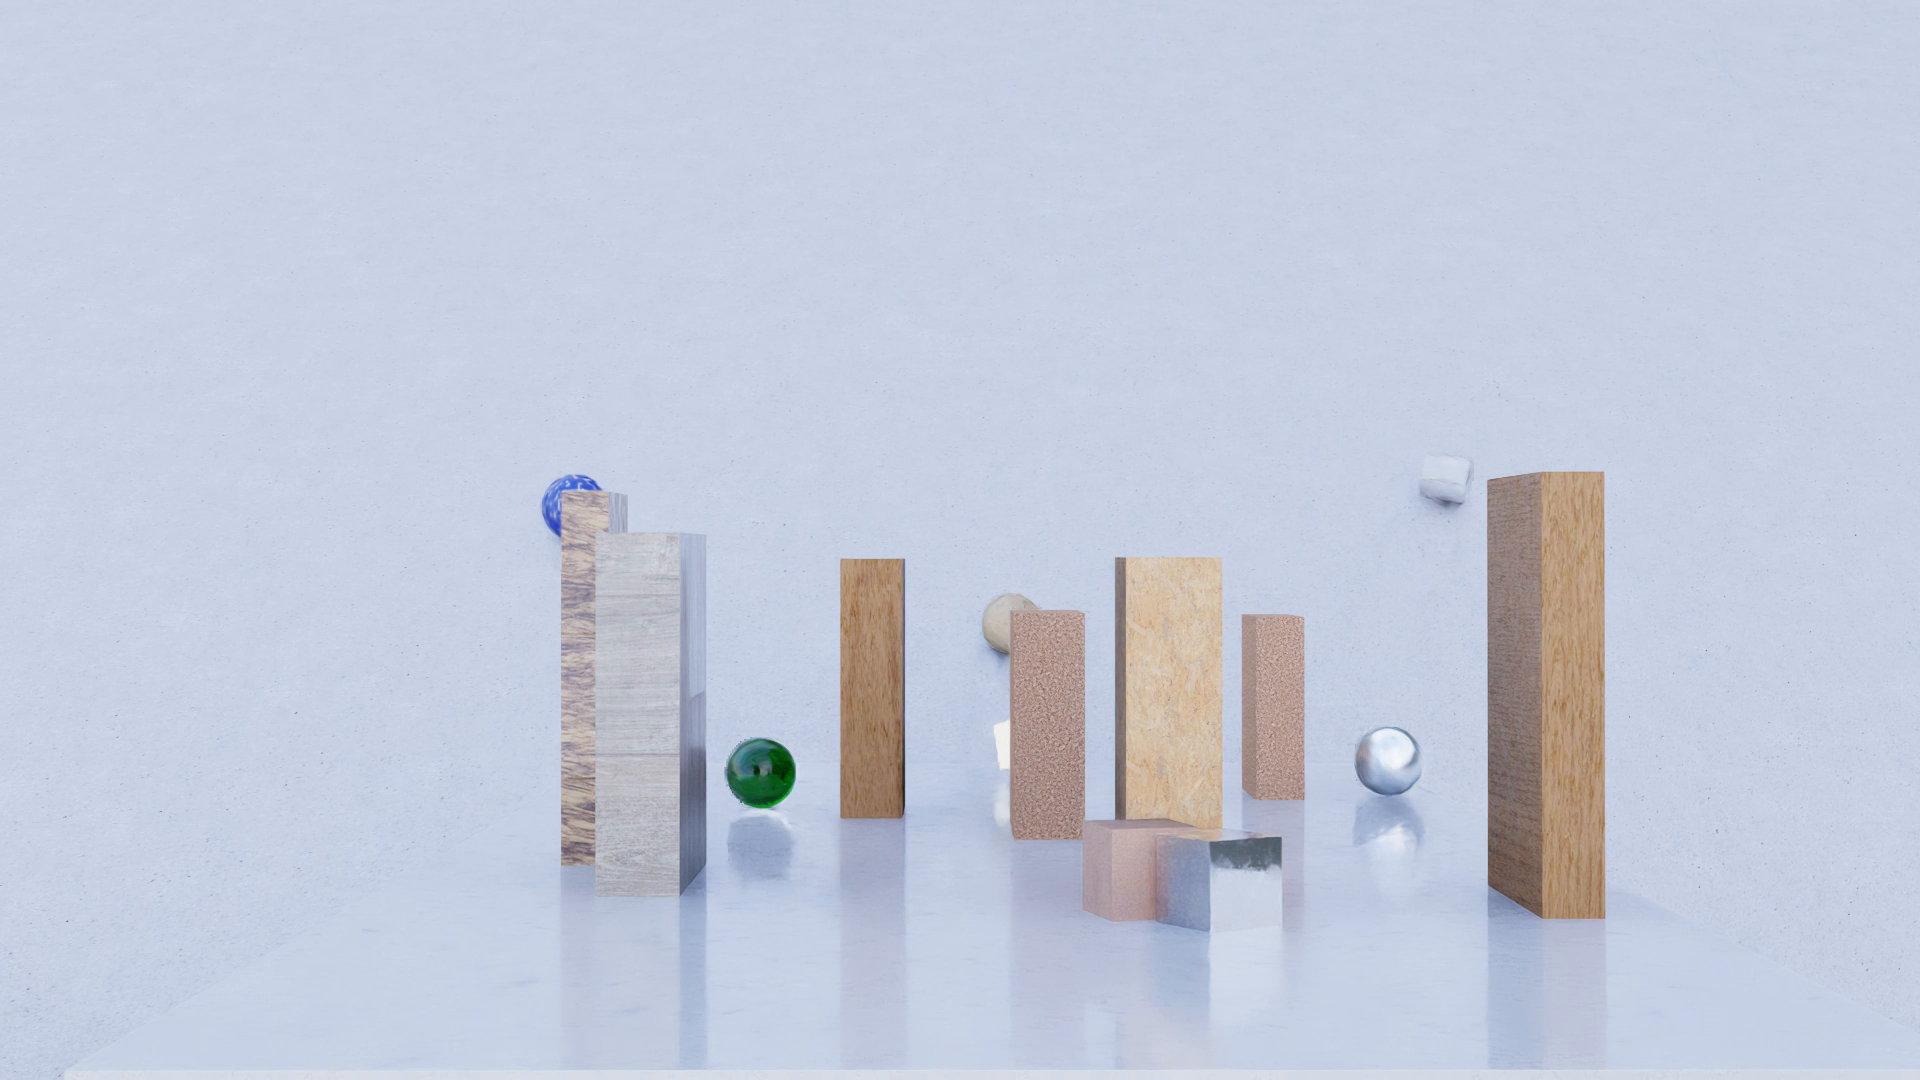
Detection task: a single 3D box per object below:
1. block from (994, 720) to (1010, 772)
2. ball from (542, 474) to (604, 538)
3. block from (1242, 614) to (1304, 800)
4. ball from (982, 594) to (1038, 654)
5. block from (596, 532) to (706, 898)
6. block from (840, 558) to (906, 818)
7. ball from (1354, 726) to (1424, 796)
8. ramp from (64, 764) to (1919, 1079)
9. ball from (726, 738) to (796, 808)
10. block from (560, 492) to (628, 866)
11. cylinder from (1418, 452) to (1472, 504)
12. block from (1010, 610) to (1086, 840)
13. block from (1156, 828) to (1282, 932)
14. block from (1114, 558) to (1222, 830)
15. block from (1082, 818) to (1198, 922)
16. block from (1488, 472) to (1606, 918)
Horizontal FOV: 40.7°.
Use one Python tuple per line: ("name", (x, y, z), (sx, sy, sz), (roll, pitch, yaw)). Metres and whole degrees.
("block", (0.164, 0.499, 6.315), (0.113, 0.113, 0.113), (-15, -15, 25))
("ball", (-1.156, -0.098, 7.778), (0.202, 0.202, 0.202), (0, 31, 0))
("block", (0.702, 0.370, 5.823), (0.106, 0.401, 0.294), (0, 0, 0))
("ball", (0.147, 0.237, 7.252), (0.171, 0.171, 0.171), (0, 31, 0))
("block", (-0.506, 0.275, 4.279), (0.132, 0.572, 0.438), (0, 0, 0))
("block", (-0.181, 0.304, 5.424), (0.127, 0.530, 0.288), (0, 0, 0))
("ball", (0.956, 0.492, 5.777), (0.156, 0.156, 0.156), (0, 31, 0))
("ramp", (0.069, 0.613, 4.687), (2.000, 0.100, 4.000), (0, 0, 0))
("ball", (-0.421, 0.495, 5.494), (0.149, 0.149, 0.149), (0, 31, 0))
("block", (-0.648, 0.240, 4.599), (0.082, 0.646, 0.260), (0, 0, 0))
("cylinder", (1.493, -0.190, 7.962), (0.138, 0.138, 0.138), (10, 32, 16))
("block", (0.169, 0.353, 5.053), (0.134, 0.426, 0.344), (0, 0, 0))
("block", (0.375, 0.492, 3.757), (0.129, 0.129, 0.129), (0, 0, -31))
("block", (0.327, 0.293, 4.090), (0.147, 0.532, 0.283), (0, 0, 0))
("block", (0.268, 0.491, 3.865), (0.134, 0.134, 0.134), (0, 0, -16))
("block", (0.903, 0.230, 4.008), (0.093, 0.658, 0.394), (0, 0, 0))
